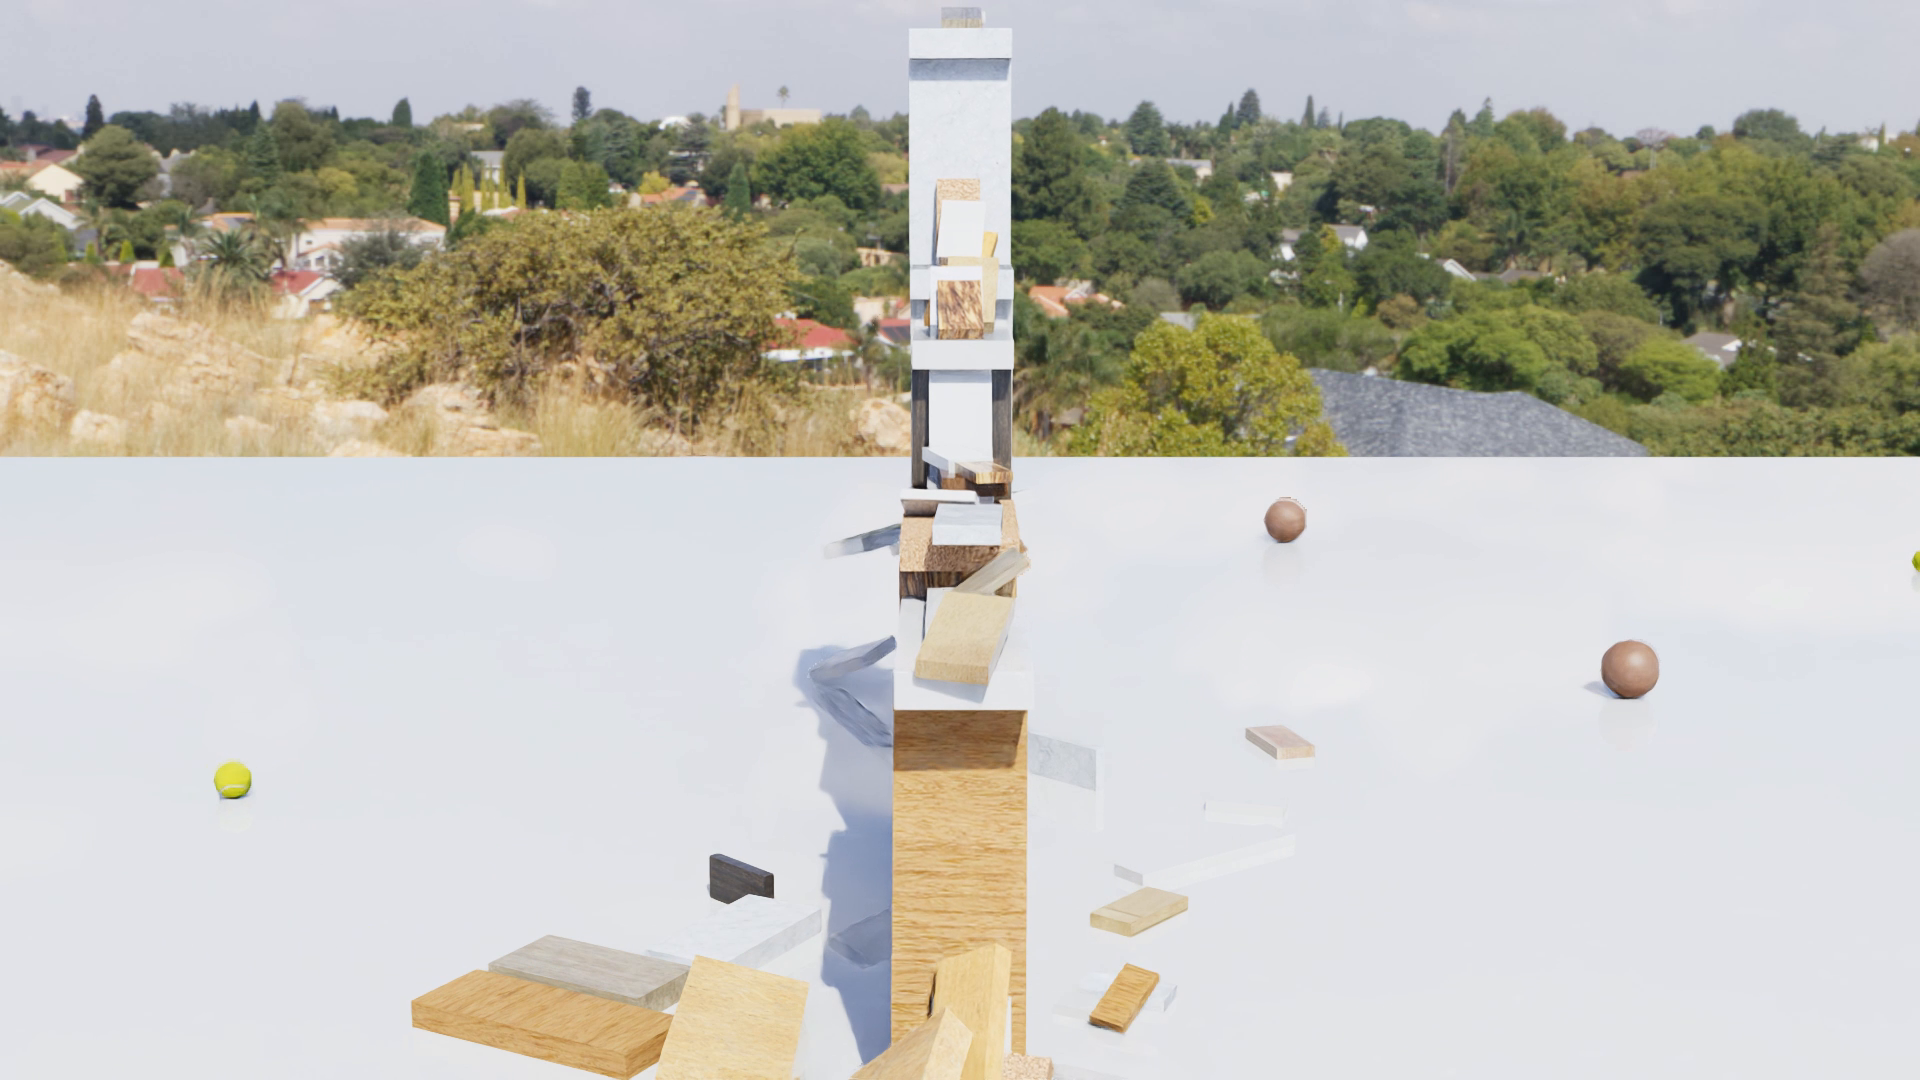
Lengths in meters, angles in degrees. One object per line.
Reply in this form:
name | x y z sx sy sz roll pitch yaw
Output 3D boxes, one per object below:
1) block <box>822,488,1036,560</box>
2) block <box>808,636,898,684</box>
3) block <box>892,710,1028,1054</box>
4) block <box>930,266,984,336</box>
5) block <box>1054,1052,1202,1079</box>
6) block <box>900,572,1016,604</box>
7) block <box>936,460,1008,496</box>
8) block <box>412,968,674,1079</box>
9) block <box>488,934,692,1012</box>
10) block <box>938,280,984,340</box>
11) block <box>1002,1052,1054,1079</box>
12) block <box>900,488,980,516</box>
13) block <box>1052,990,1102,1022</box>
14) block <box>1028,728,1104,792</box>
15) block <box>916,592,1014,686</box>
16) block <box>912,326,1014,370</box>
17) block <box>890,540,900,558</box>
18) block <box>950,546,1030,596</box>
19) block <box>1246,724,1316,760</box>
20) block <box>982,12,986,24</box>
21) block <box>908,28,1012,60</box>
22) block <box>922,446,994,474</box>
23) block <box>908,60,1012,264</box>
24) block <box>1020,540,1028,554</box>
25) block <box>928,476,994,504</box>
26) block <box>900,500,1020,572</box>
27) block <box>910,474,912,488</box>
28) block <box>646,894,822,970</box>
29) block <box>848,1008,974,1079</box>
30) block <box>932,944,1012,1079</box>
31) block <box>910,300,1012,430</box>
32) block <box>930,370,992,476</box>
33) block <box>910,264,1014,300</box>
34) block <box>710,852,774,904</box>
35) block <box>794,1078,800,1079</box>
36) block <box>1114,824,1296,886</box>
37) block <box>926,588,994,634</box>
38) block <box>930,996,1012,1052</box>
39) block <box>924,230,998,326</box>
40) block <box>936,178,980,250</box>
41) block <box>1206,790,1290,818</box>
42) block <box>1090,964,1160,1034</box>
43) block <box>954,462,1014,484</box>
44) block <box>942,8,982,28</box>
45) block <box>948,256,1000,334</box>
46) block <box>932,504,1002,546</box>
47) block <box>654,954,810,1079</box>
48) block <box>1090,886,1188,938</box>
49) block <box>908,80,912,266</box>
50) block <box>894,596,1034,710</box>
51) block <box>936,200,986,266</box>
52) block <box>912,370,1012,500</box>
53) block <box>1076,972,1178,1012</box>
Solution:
block | -0.056 -0.038 4.680 0.104 0.029 0.657 -10 4 35
block | -0.243 0.273 5.010 0.208 0.029 0.104 -20 10 48
block | 0.000 0.464 2.805 0.170 0.569 0.048 0 -4 1
block | -0.005 -0.371 3.415 0.081 0.023 0.162 0 40 0
block | 0.241 0.711 2.657 0.263 0.131 0.037 5 12 27
block | -0.003 0.248 3.051 0.161 0.438 0.046 0 6 0
block | 0.017 -0.091 3.208 0.095 0.027 0.189 0 10 -3
block | -0.579 0.678 3.089 0.378 0.039 0.138 6 12 28
block | -0.544 0.647 3.252 0.276 0.039 0.138 6 12 29
block | 0.000 -0.352 3.359 0.067 0.019 0.134 0 40 -2
block | 0.042 0.709 2.632 0.100 0.028 0.200 3 48 17
block | -0.027 -0.051 3.088 0.107 0.015 0.054 2 -26 12
block | 0.194 0.675 3.168 0.107 0.015 0.054 6 12 27
block | 0.168 0.424 4.337 0.289 0.083 0.024 10 15 44
block | 0.008 0.120 2.726 0.090 0.025 0.179 5 27 10
block | 0.003 -0.303 3.442 0.152 0.043 0.303 0 10 -1
block | -0.056 -0.011 4.488 0.167 0.024 0.083 -22 -4 -22
block | 0.037 0.051 2.859 0.107 0.015 0.054 -35 20 -5
block | 0.659 0.417 4.537 0.083 0.024 0.166 -3 11 -15
block | 0.005 -0.915 3.867 0.068 0.019 0.136 -1 10 -3
block | -0.001 -0.843 3.764 0.169 0.048 0.337 0 10 0
block | -0.005 -0.119 3.233 0.067 0.019 0.143 -3 11 -16
block | 0.000 -0.632 3.685 0.169 0.338 0.048 0 9 0
block | 0.056 -0.056 4.637 0.208 0.029 0.104 51 8 29
block | -0.001 -0.065 3.214 0.095 0.027 0.189 0 10 -1
block | 0.000 -0.009 3.103 0.161 0.046 0.321 0 10 0
block | -0.005 -0.096 3.955 0.166 0.047 0.332 0 11 0
block | -0.347 0.619 3.404 0.138 0.039 0.276 6 12 28
block | -0.095 0.696 2.498 0.169 0.048 0.378 -40 9 23
block | 0.009 0.599 2.671 0.100 0.200 0.028 -25 -45 37
block | 0.002 -0.210 3.666 0.168 0.389 0.048 0 10 0
block | 0.001 -0.098 3.325 0.094 0.325 0.027 0 -4 -1
block | 0.002 -0.446 3.739 0.168 0.048 0.336 0 11 0
block | -0.357 0.566 3.599 0.021 0.072 0.145 -10 14 -43
block | -0.295 0.730 2.603 0.131 0.037 0.263 -42 -12 29
block | 0.431 0.548 3.839 0.366 0.021 0.072 -8 13 -37
block | 0.001 0.099 2.867 0.090 0.025 0.179 0 14 0
block | 0.013 0.669 2.726 0.100 0.200 0.028 0 -19 1
block | 0.003 -0.421 3.538 0.072 0.020 0.234 9 46 8
block | -0.002 -0.526 3.649 0.072 0.144 0.020 0 -6 0
block | 0.539 0.494 4.127 0.145 0.021 0.072 3 11 17
block | 0.236 0.653 3.136 0.054 0.015 0.107 12 42 33
block | 0.033 -0.096 3.116 0.054 0.015 0.107 -3 11 -16
block | 0.002 -0.883 3.726 0.068 0.019 0.136 0 22 -1
block | 0.017 -0.389 3.475 0.081 0.023 0.162 3 45 2
block | 0.012 -0.022 2.974 0.090 0.025 0.179 0 10 2
block | -0.306 0.670 2.997 0.169 0.048 0.338 14 10 -2
block | 0.290 0.600 3.552 0.081 0.023 0.162 8 13 38
block | -0.005 -0.640 3.905 0.169 0.401 0.048 0 11 0
block | 0.005 0.143 2.844 0.170 0.048 0.340 0 14 0
block | 0.002 -0.499 3.583 0.072 0.020 0.144 3 47 2
block | 0.003 -0.108 3.385 0.152 0.318 0.043 0 4 -1
block | 0.244 0.663 3.226 0.134 0.019 0.067 4 11 22
